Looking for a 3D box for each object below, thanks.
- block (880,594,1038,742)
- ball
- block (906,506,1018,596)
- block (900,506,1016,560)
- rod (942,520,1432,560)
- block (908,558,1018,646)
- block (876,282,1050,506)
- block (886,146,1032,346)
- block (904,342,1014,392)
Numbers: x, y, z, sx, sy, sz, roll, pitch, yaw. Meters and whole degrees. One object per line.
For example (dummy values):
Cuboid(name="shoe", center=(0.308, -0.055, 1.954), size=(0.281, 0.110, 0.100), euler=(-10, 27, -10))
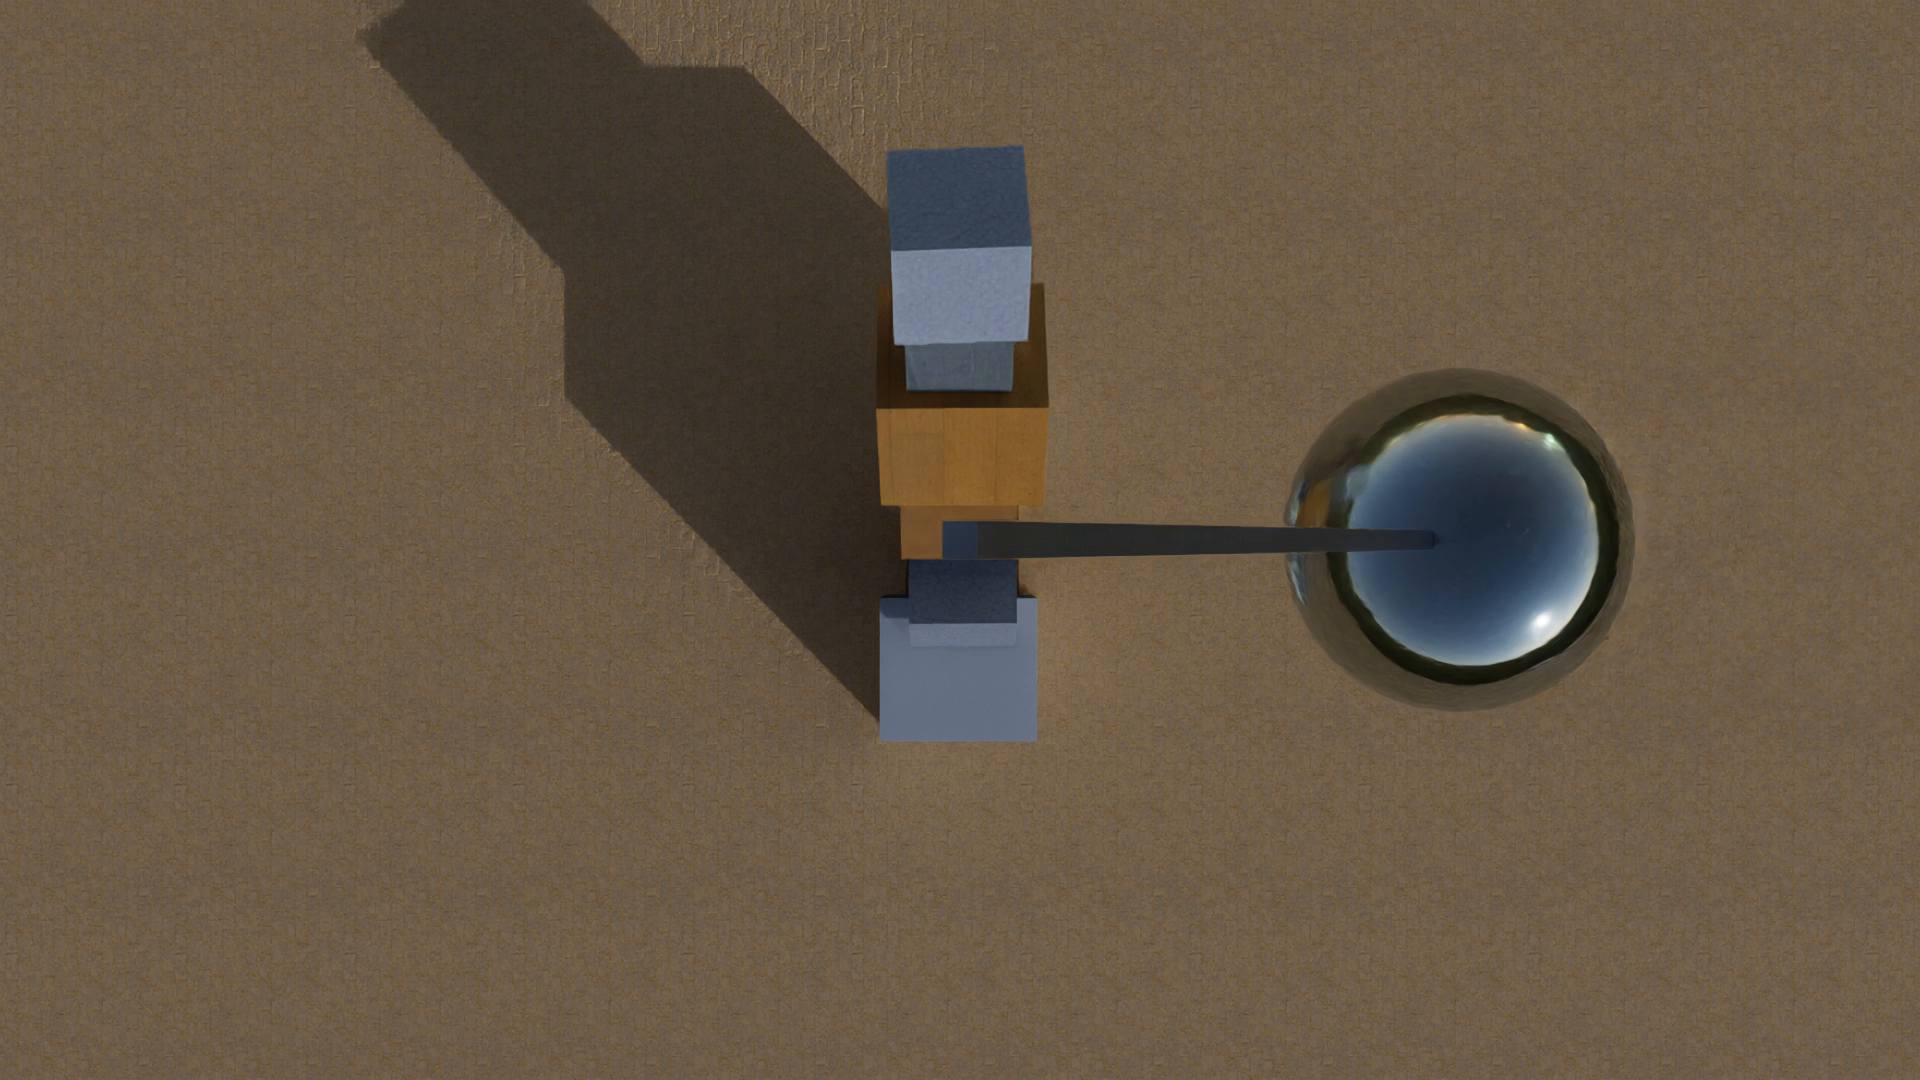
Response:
Cuboid(name="block", center=(-0.009, 0.718, 12.582), size=(0.871, 0.837, 0.792), euler=(0, 90, 0))
Cuboid(name="ball", center=(2.295, 0.000, 10.179), size=(1.600, 1.600, 1.600), euler=(0, 90, 0))
Cuboid(name="block", center=(0.013, 0.022, 12.648), size=(0.631, 0.703, 0.578), euler=(0, 90, 0))
Cuboid(name="block", center=(-0.009, -0.319, 11.324), size=(0.584, 0.645, 0.579), euler=(0, 57, 0))
Cuboid(name="rod", center=(0.994, 0.000, 7.037), size=(0.080, 5.200, 0.080), euler=(0, 90, 22))
Cuboid(name="block", center=(0.014, 0.205, 11.899), size=(0.569, 0.572, 0.631), euler=(0, 75, 0))
Cuboid(name="block", center=(0.007, -0.700, 10.703), size=(0.799, 0.813, 0.742), euler=(0, 57, 0))
Cuboid(name="block", center=(-0.009, -1.294, 9.707), size=(0.599, 0.647, 0.570), euler=(-2, 57, -2))
Cuboid(name="block", center=(-0.003, -1.031, 10.177), size=(0.493, 0.429, 0.543), euler=(0, 57, 0))
